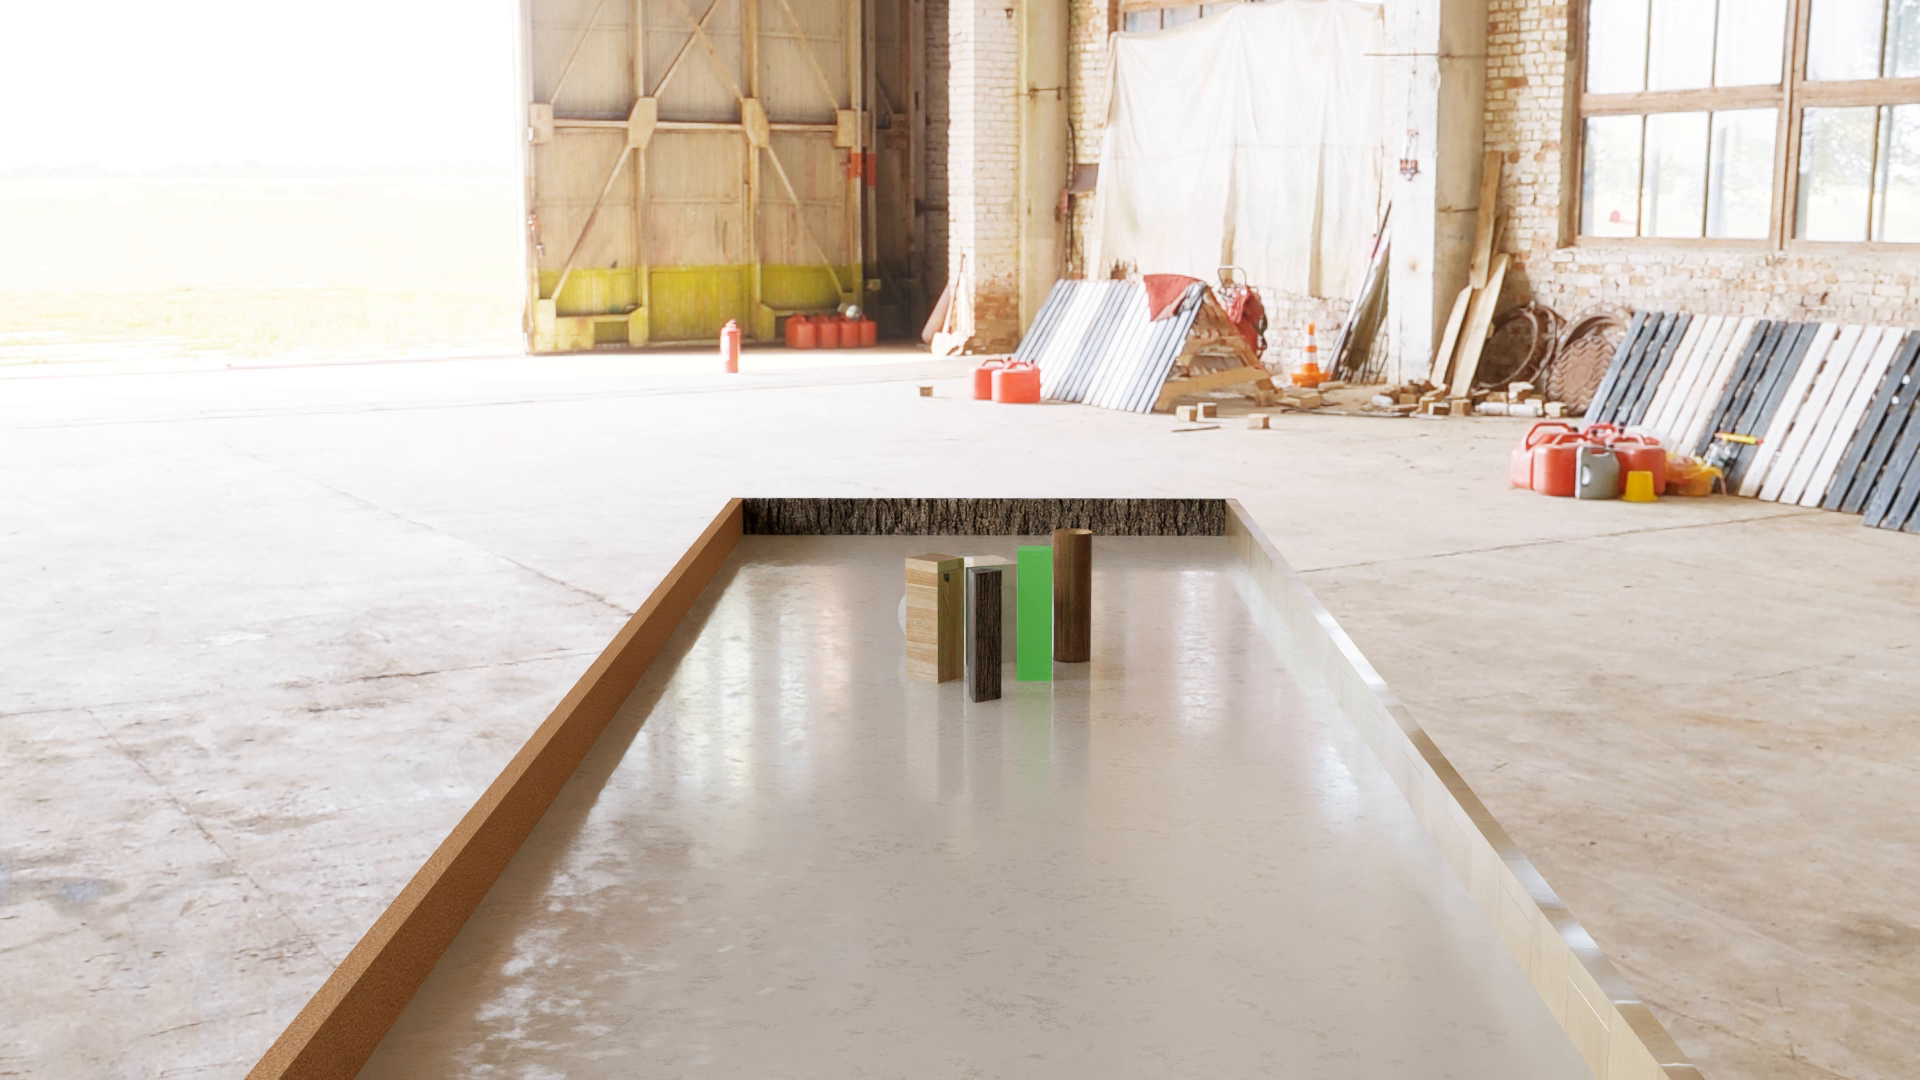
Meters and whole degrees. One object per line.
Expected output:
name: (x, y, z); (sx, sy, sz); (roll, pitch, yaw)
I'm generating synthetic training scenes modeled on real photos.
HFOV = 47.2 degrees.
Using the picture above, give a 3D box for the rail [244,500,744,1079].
rail: (-1.004, 0.839, 3.234); (0.050, 0.150, 12.000); (0, 9, 1)

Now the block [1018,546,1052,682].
block: (0.220, 0.214, 6.434); (0.101, 0.383, 0.101); (0, 9, 3)

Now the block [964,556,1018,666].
block: (0.063, 0.213, 6.697); (0.169, 0.303, 0.169); (-4, 10, -22)

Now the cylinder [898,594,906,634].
cylinder: (-0.034, 0.219, 7.056); (0.180, 0.180, 0.323); (6, 11, 32)

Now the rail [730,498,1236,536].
rail: (0.099, -0.098, 9.147); (2.100, 0.150, 0.050); (0, 9, 1)

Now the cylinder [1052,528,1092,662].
cylinder: (0.340, 0.169, 6.690); (0.123, 0.393, 0.123); (0, 9, 0)

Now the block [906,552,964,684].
block: (-0.073, 0.227, 6.435); (0.122, 0.357, 0.122); (7, 12, 39)

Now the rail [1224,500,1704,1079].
rail: (1.046, 0.843, 3.208); (0.050, 0.150, 12.000); (0, 9, 1)

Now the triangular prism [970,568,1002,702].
triangular prism: (0.053, 0.264, 6.173); (0.096, 0.366, 0.084); (-7, 11, -37)
